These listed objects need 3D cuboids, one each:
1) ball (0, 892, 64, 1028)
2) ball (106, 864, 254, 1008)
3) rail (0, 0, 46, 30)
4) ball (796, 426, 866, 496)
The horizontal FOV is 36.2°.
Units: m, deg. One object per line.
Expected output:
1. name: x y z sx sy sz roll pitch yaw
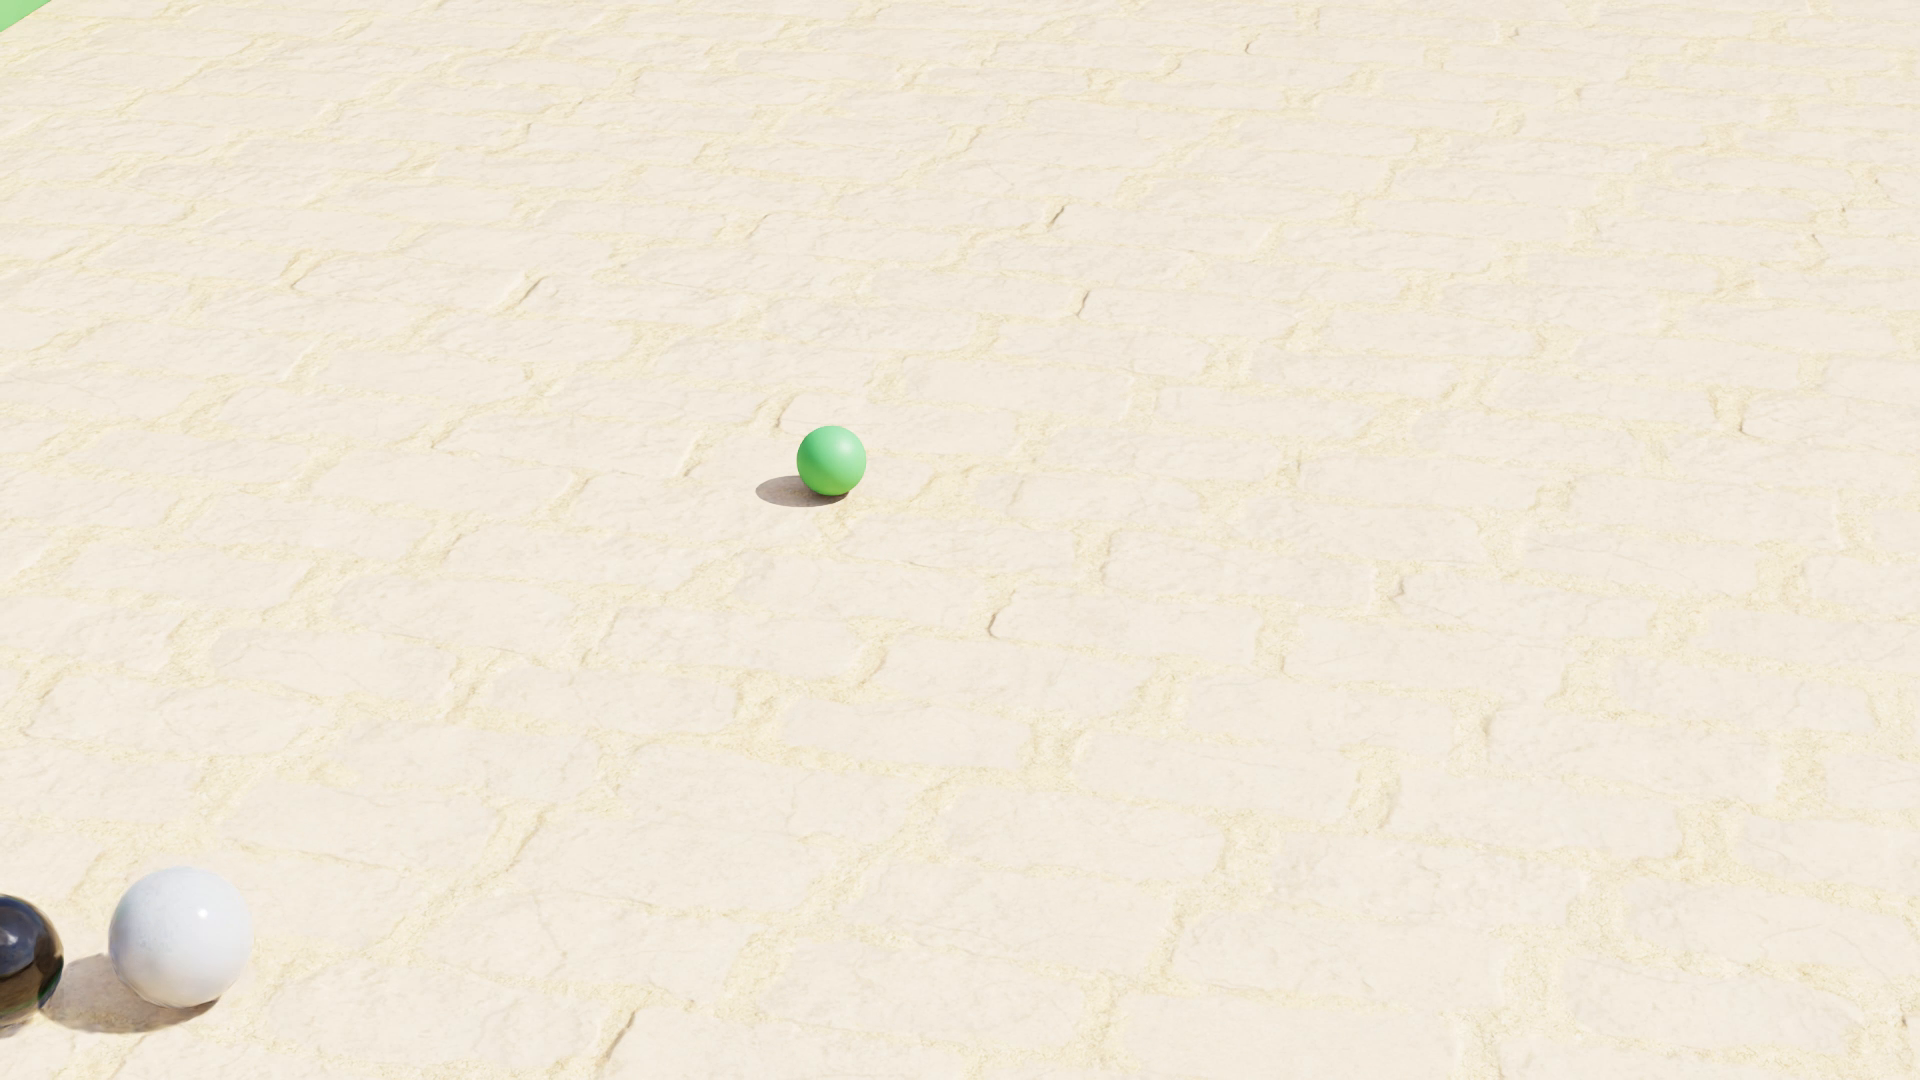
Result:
1. ball: -0.442 0.192 1.344 0.062 0.062 0.062 0 29 0
2. ball: -0.359 0.183 1.357 0.066 0.066 0.066 0 29 0
3. rail: -0.780 -0.563 2.655 0.045 0.119 3.649 6 29 12
4. ball: -0.079 -0.049 1.800 0.043 0.043 0.043 0 29 0
